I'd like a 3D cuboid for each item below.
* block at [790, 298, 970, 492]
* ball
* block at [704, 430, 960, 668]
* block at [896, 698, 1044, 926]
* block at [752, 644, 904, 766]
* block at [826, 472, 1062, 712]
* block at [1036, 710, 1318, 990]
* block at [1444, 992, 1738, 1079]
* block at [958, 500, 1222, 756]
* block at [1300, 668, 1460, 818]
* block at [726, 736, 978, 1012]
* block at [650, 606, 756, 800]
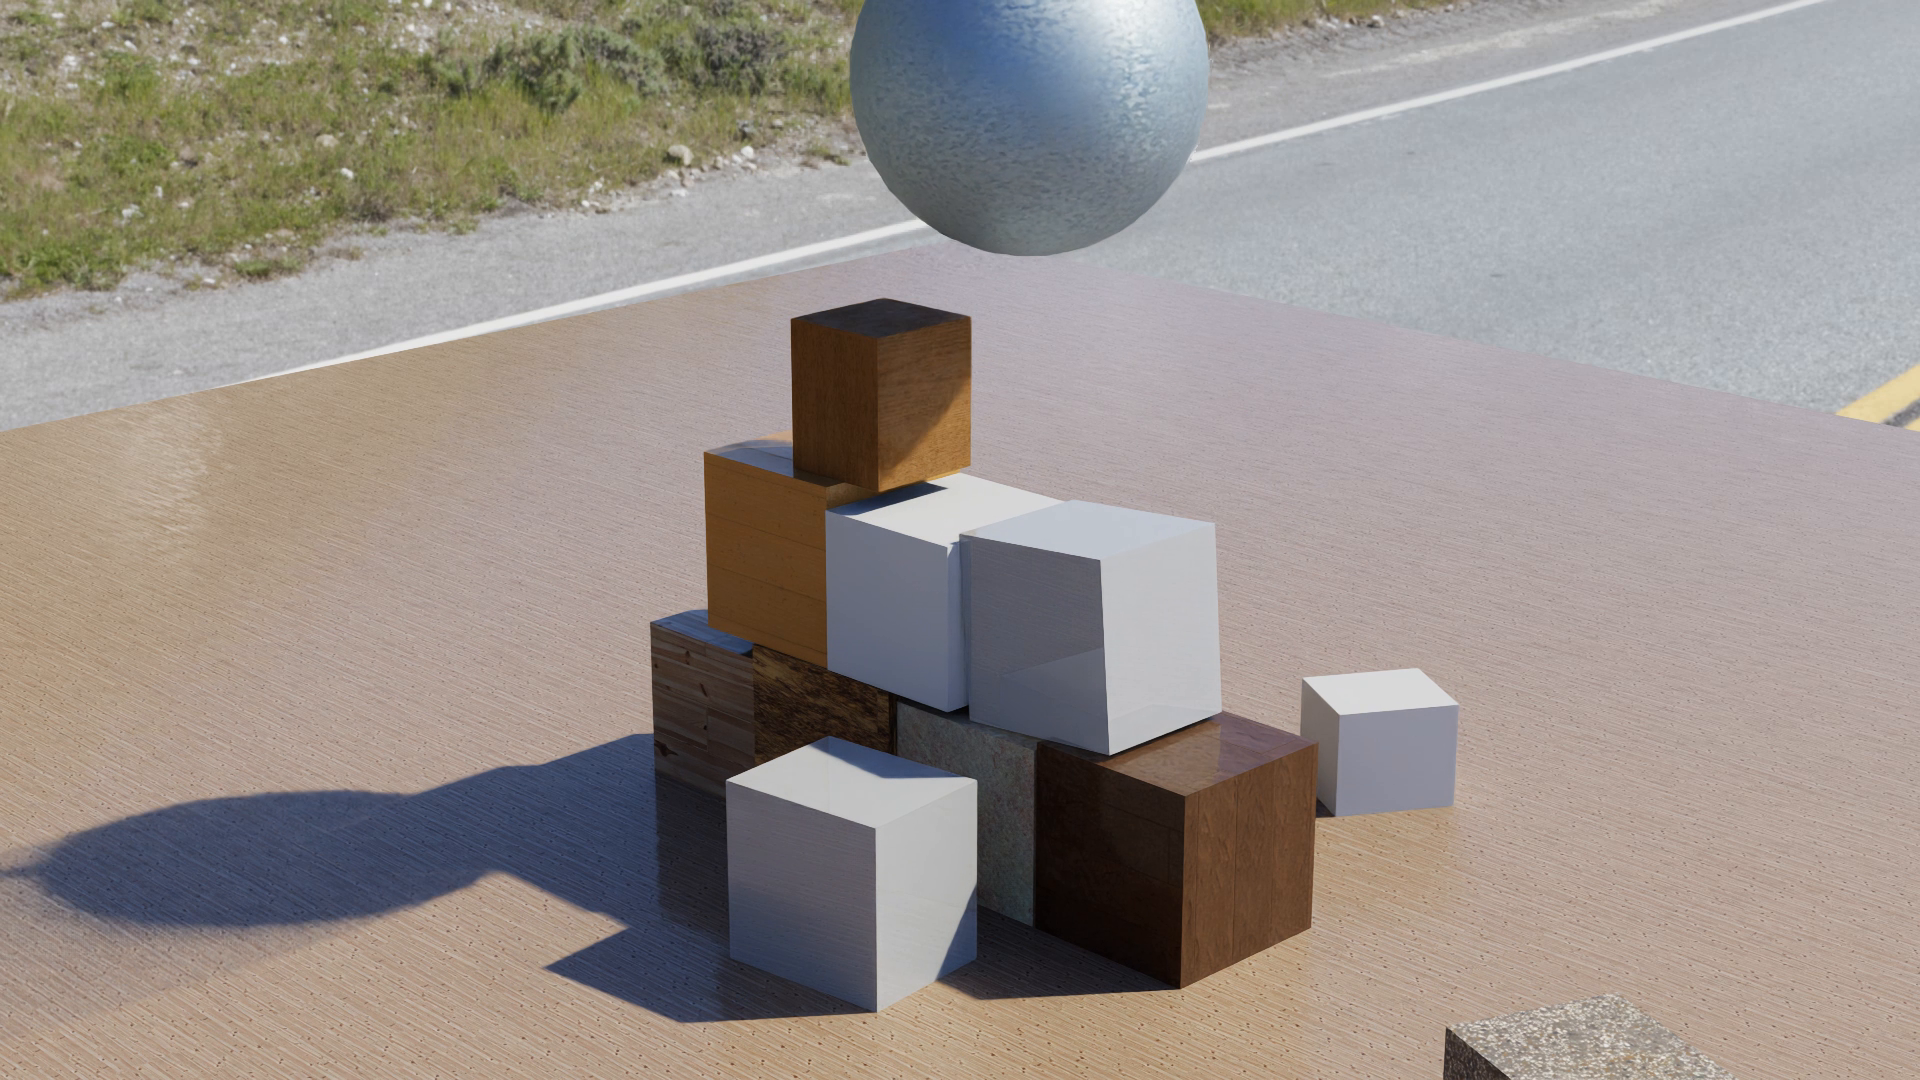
[{"bbox_3d":[-0.361,-0.677,13.470,0.565,0.709,0.598,16,24,42],"label":"block"},{"bbox_3d":[0.307,-2.061,13.015,1.600,1.600,1.600,0,17,0],"label":"ball"},{"bbox_3d":[-0.606,-0.002,13.961,0.853,0.873,0.855,17,24,42],"label":"block"},{"bbox_3d":[0.325,1.124,13.379,0.871,0.832,0.857,-17,24,-42],"label":"block"},{"bbox_3d":[-0.326,0.913,13.973,0.919,0.879,0.932,-17,24,-42],"label":"block"},{"bbox_3d":[-0.028,0.222,13.423,0.783,0.768,0.864,17,24,42],"label":"block"},{"bbox_3d":[0.939,1.290,12.778,0.870,0.876,0.849,-16,24,-42],"label":"block"},{"bbox_3d":[2.231,2.132,10.455,0.730,0.663,0.760,-7,19,-21],"label":"block"},{"bbox_3d":[0.574,0.364,12.853,0.736,0.856,0.837,-17,19,-42],"label":"block"},{"bbox_3d":[2.040,0.985,14.335,0.607,0.526,0.527,-4,18,-13],"label":"block"},{"bbox_3d":[-0.458,1.407,12.495,0.829,0.824,0.662,14,22,37],"label":"block"},{"bbox_3d":[-0.946,0.773,14.570,0.850,0.788,0.792,-17,24,-42],"label":"block"}]
